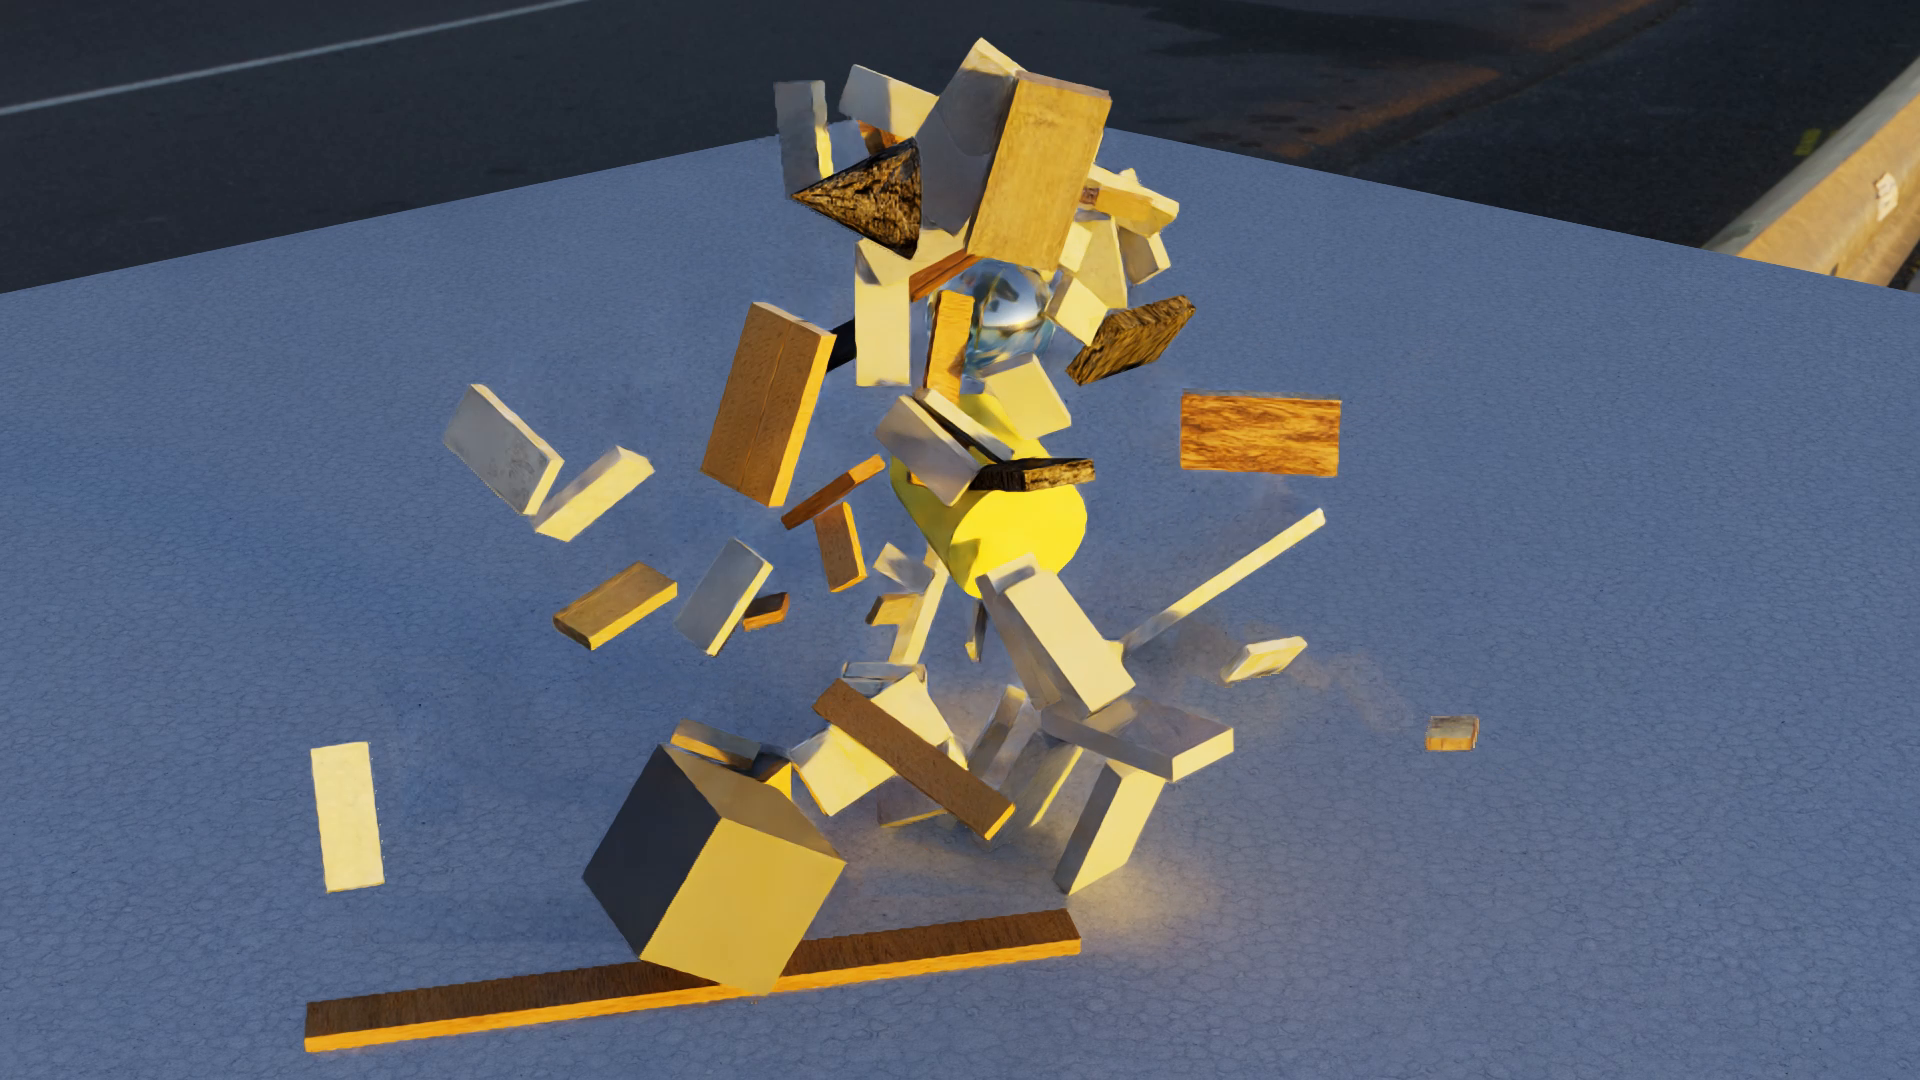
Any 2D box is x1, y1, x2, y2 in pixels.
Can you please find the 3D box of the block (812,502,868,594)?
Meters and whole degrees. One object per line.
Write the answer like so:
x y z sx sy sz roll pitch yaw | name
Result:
-0.222 0.014 4.057 0.075 0.149 0.021 -28 -25 31 | block

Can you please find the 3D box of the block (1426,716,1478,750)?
1.047 0.411 4.678 0.090 0.026 0.181 -4 9 18 | block

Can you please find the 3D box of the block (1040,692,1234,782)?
0.324 0.351 4.056 0.164 0.047 0.329 -20 26 -39 | block

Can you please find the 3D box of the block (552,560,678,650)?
-0.603 0.114 3.854 0.100 0.028 0.200 27 46 34 | block

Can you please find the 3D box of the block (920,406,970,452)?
-0.044 -0.207 4.208 0.140 0.070 0.020 31 -18 -19 | block

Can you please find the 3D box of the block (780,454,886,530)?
-0.237 -0.088 4.098 0.202 0.029 0.101 -33 0 38 | block

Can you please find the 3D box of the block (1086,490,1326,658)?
0.569 0.077 5.211 0.653 0.046 0.163 -32 31 -22 | block

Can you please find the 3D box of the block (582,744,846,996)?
-0.429 0.571 3.809 0.275 0.275 0.275 27 7 -37 | block

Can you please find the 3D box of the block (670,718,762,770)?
-0.512 0.428 4.622 0.176 0.025 0.088 19 18 0 | block

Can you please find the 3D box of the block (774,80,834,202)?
-0.301 -0.773 4.266 0.032 0.229 0.114 -18 20 -41 | block

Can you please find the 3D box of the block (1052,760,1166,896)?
0.292 0.516 4.133 0.164 0.328 0.047 -21 54 -41 | block

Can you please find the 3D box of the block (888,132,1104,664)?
0.070 -0.286 4.882 0.032 1.399 0.114 18 -7 15 | block

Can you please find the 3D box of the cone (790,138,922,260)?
-0.185 -0.577 3.704 0.207 0.207 0.207 -1 23 -12 | cone

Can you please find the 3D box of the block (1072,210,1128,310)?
0.273 -0.578 4.560 0.118 0.236 0.033 0 47 15 | block

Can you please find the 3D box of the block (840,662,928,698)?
-0.165 0.378 4.645 0.177 0.177 0.177 2 23 5 | block

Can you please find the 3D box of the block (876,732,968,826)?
-0.076 0.470 4.301 0.040 0.141 0.282 4 -16 -32 | block

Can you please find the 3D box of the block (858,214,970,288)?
-0.078 -0.557 4.085 0.202 0.101 0.029 -25 13 20 | block

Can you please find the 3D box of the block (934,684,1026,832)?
0.040 0.434 4.383 0.040 0.282 0.141 28 29 0 | block

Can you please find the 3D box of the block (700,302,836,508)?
-0.347 -0.244 3.960 0.164 0.330 0.046 27 18 26 | block

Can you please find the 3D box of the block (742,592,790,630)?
-0.367 0.134 4.173 0.075 0.021 0.149 -14 12 3 | block

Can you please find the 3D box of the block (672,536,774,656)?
-0.440 0.104 4.083 0.100 0.200 0.028 36 3 33 | block

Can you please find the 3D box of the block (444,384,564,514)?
-0.719 -0.143 3.459 0.209 0.104 0.030 40 21 24 | block

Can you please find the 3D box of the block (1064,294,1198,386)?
0.371 -0.431 4.730 0.046 0.163 0.327 48 35 14 | block

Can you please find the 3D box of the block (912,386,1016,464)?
0.006 -0.217 4.160 0.202 0.029 0.101 37 -5 -16 | block

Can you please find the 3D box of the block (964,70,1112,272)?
0.131 -0.631 3.781 0.164 0.328 0.046 11 32 -13 | block

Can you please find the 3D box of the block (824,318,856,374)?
-0.243 -0.368 4.231 0.140 0.020 0.070 -27 61 1 | block

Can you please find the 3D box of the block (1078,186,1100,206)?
0.252 -0.655 4.194 0.101 0.014 0.050 9 -12 0 | block

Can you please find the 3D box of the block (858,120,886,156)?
-0.167 -0.797 4.349 0.032 0.229 0.114 -17 67 5 | block

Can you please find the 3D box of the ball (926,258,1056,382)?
0.063 -0.455 4.488 0.266 0.266 0.266 0 23 0 | ball

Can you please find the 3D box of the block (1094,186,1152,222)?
0.309 -0.635 4.155 0.101 0.050 0.014 14 47 -3 | block

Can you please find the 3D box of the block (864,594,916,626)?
-0.127 0.128 4.049 0.016 0.055 0.111 36 18 25 | block

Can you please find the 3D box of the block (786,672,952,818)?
-0.169 0.382 4.124 0.282 0.141 0.040 -32 3 -16 | block

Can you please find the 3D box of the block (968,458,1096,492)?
0.128 -0.122 4.079 0.138 0.039 0.275 -11 7 -21 | block

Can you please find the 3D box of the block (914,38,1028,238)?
0.014 -0.714 3.925 0.164 0.328 0.046 36 35 -4 | block

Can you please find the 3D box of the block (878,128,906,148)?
-0.105 -0.784 4.297 0.026 0.092 0.185 -20 -3 22 | block

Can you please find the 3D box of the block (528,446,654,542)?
-0.646 -0.080 3.854 0.030 0.209 0.104 57 13 22 | block

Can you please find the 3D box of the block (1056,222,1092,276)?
0.161 -0.594 4.237 0.183 0.091 0.026 29 -19 -21 | block

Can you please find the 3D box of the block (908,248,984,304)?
-0.028 -0.553 4.241 0.234 0.026 0.091 -35 72 -21 | block

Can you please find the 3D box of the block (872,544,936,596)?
-0.106 0.057 4.231 0.111 0.055 0.016 31 -4 11 | block

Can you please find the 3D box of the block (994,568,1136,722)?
0.196 0.193 4.108 0.138 0.039 0.275 -26 76 -44 | block

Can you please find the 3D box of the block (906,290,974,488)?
-0.037 -0.290 4.242 0.070 0.382 0.020 12 -8 -25 | block

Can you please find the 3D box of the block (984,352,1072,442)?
0.131 -0.277 4.255 0.101 0.203 0.029 -17 49 16 | block

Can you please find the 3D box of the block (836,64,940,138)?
-0.127 -0.808 4.092 0.184 0.092 0.026 22 17 3 | block

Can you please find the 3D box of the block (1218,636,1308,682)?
0.678 0.264 4.902 0.026 0.090 0.301 51 25 20 | block

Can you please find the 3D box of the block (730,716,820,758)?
-0.399 0.424 4.702 0.176 0.025 0.088 10 28 10 | block

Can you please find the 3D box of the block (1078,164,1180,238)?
0.320 -0.701 4.527 0.236 0.033 0.118 21 -23 -20 | block

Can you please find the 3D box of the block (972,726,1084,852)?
0.149 0.461 4.276 0.047 0.329 0.164 45 42 20 | block

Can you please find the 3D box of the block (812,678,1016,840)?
-0.089 0.389 3.958 0.464 0.021 0.075 32 74 36 | block

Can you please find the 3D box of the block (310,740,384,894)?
-1.107 0.500 3.976 0.100 0.260 0.028 -7 -16 -14 | block

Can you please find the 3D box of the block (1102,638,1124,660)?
0.219 0.226 4.262 0.181 0.090 0.026 12 5 -8 | block

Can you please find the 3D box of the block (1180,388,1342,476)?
0.628 -0.226 4.598 0.327 0.163 0.046 3 20 10 | block

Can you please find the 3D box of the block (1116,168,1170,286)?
0.391 -0.706 4.969 0.033 0.236 0.118 -19 -3 -28 | block

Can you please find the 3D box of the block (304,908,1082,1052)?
-0.454 0.775 3.897 1.358 0.030 0.104 -5 24 -12 | block

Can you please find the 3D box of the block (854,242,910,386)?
-0.147 -0.428 4.161 0.101 0.272 0.029 -1 4 -2 | block

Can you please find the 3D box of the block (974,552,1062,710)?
0.141 0.171 4.170 0.138 0.275 0.039 -24 -2 -44 | block

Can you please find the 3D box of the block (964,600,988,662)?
0.032 0.173 4.189 0.016 0.055 0.111 -4 45 17 | block

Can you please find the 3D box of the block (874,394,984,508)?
-0.061 -0.168 4.120 0.203 0.101 0.029 44 35 9 | block

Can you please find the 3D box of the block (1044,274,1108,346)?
0.238 -0.467 4.478 0.026 0.091 0.183 24 -2 29 | block

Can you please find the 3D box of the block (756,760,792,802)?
-0.362 0.527 4.292 0.025 0.176 0.088 12 26 25 | block

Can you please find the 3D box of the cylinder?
0.054 -0.089 4.425 0.299 0.299 0.299 -10 40 -23 | cylinder
